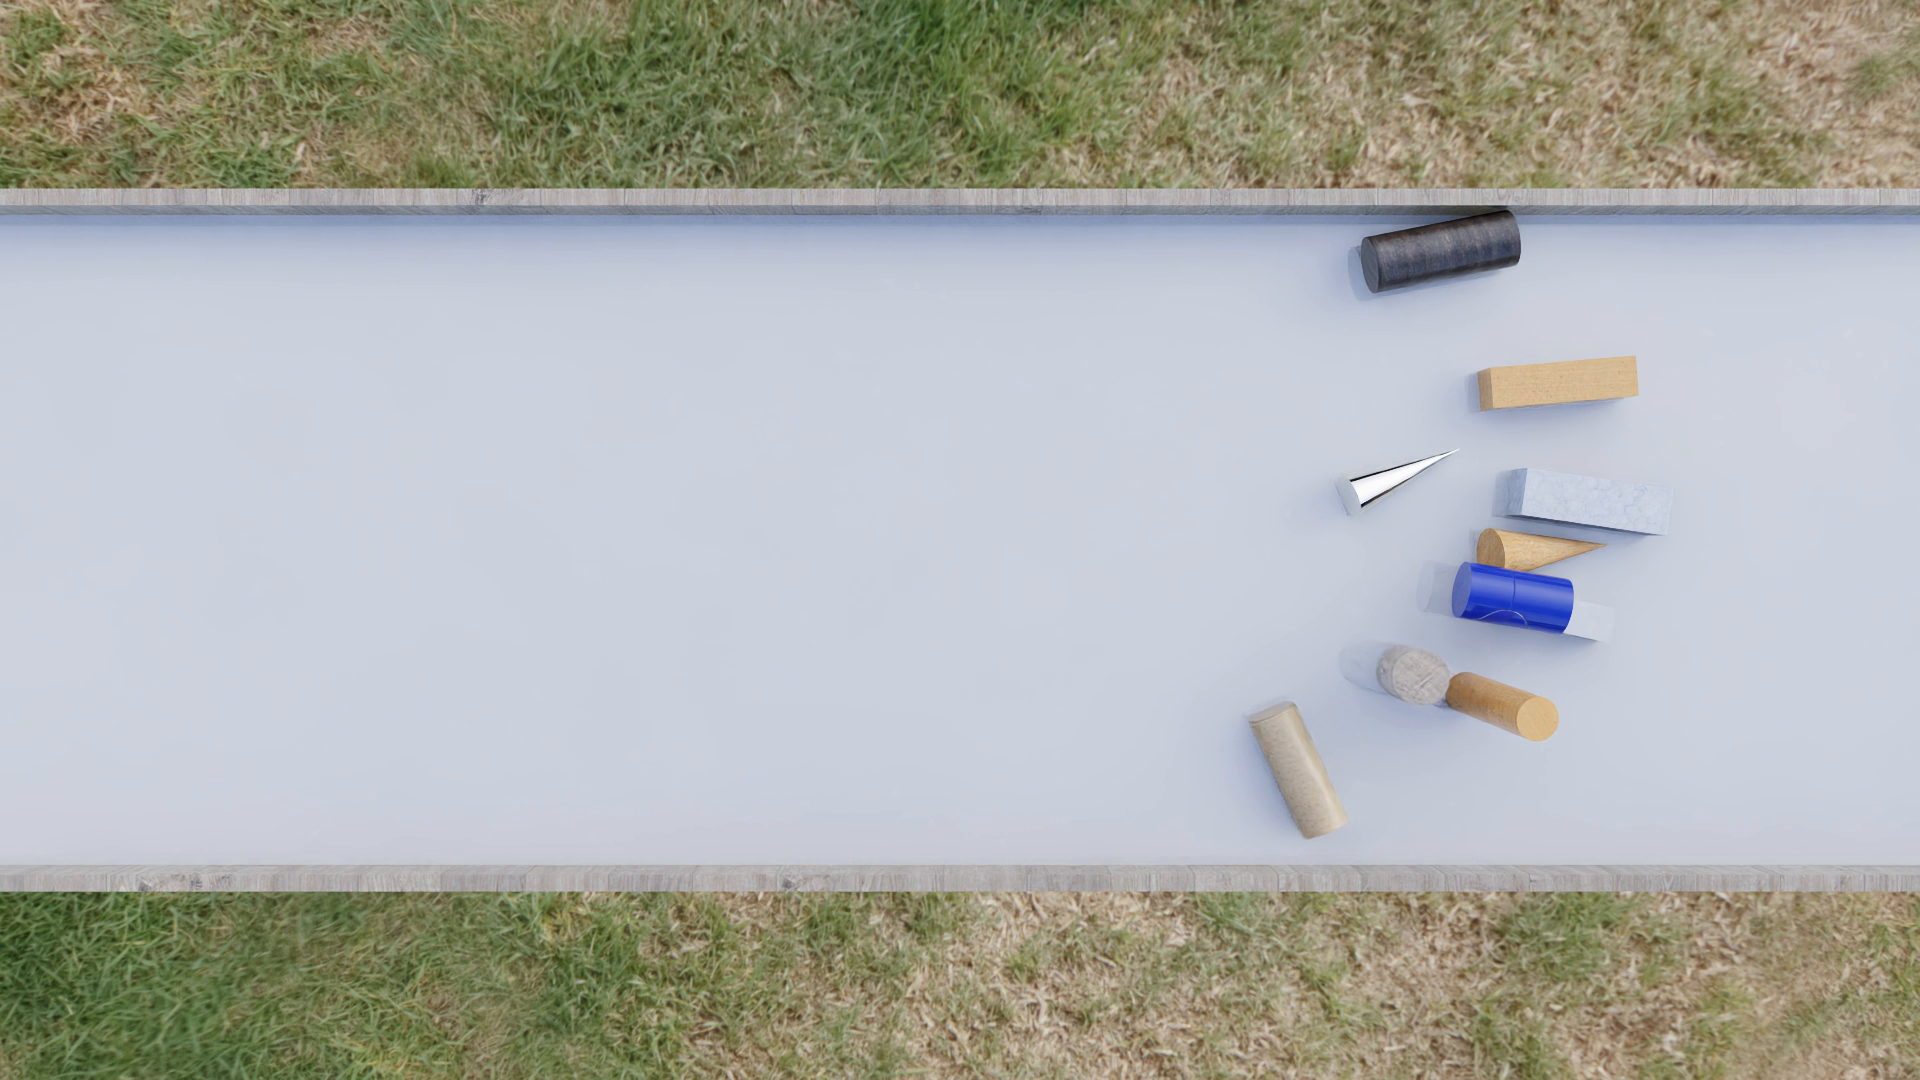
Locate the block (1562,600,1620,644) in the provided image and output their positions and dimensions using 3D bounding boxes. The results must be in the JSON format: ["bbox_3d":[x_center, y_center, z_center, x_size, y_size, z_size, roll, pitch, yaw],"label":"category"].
[{"bbox_3d":[1.795,0.220,5.024,0.371,0.106,0.106,12,90,0],"label":"block"}]

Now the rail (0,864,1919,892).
[{"bbox_3d":[-2.247,1.025,5.001,12.000,0.150,0.050,0,90,0],"label":"rail"}]

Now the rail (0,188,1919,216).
[{"bbox_3d":[-2.247,-1.025,5.002,12.000,0.150,0.050,0,90,0],"label":"rail"}]

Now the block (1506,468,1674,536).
[{"bbox_3d":[1.907,-0.115,5.006,0.441,0.142,0.142,8,90,0],"label":"block"}]

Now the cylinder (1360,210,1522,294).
[{"bbox_3d":[1.452,-0.872,4.991,0.433,0.172,0.172,-11,90,0],"label":"cylinder"}]

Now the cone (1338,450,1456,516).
[{"bbox_3d":[1.359,-0.207,5.043,0.390,0.134,0.134,-22,90,-10],"label":"cone"}]

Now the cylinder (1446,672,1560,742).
[{"bbox_3d":[1.586,0.485,4.844,0.127,0.449,0.127,-1,95,-9],"label":"cylinder"}]

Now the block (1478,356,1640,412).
[{"bbox_3d":[1.816,-0.476,5.016,0.439,0.122,0.122,-5,90,0],"label":"block"}]

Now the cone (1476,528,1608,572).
[{"bbox_3d":[1.803,0.030,5.036,0.401,0.164,0.164,-5,90,-12],"label":"cone"}]

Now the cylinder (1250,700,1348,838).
[{"bbox_3d":[1.029,0.696,5.003,0.147,0.147,0.389,-25,90,0],"label":"cylinder"}]

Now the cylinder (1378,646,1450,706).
[{"bbox_3d":[1.342,0.400,4.894,0.162,0.347,0.162,0,88,7],"label":"cylinder"}]

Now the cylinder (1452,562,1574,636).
[{"bbox_3d":[1.635,0.173,4.886,0.303,0.170,0.170,10,90,0],"label":"cylinder"}]
